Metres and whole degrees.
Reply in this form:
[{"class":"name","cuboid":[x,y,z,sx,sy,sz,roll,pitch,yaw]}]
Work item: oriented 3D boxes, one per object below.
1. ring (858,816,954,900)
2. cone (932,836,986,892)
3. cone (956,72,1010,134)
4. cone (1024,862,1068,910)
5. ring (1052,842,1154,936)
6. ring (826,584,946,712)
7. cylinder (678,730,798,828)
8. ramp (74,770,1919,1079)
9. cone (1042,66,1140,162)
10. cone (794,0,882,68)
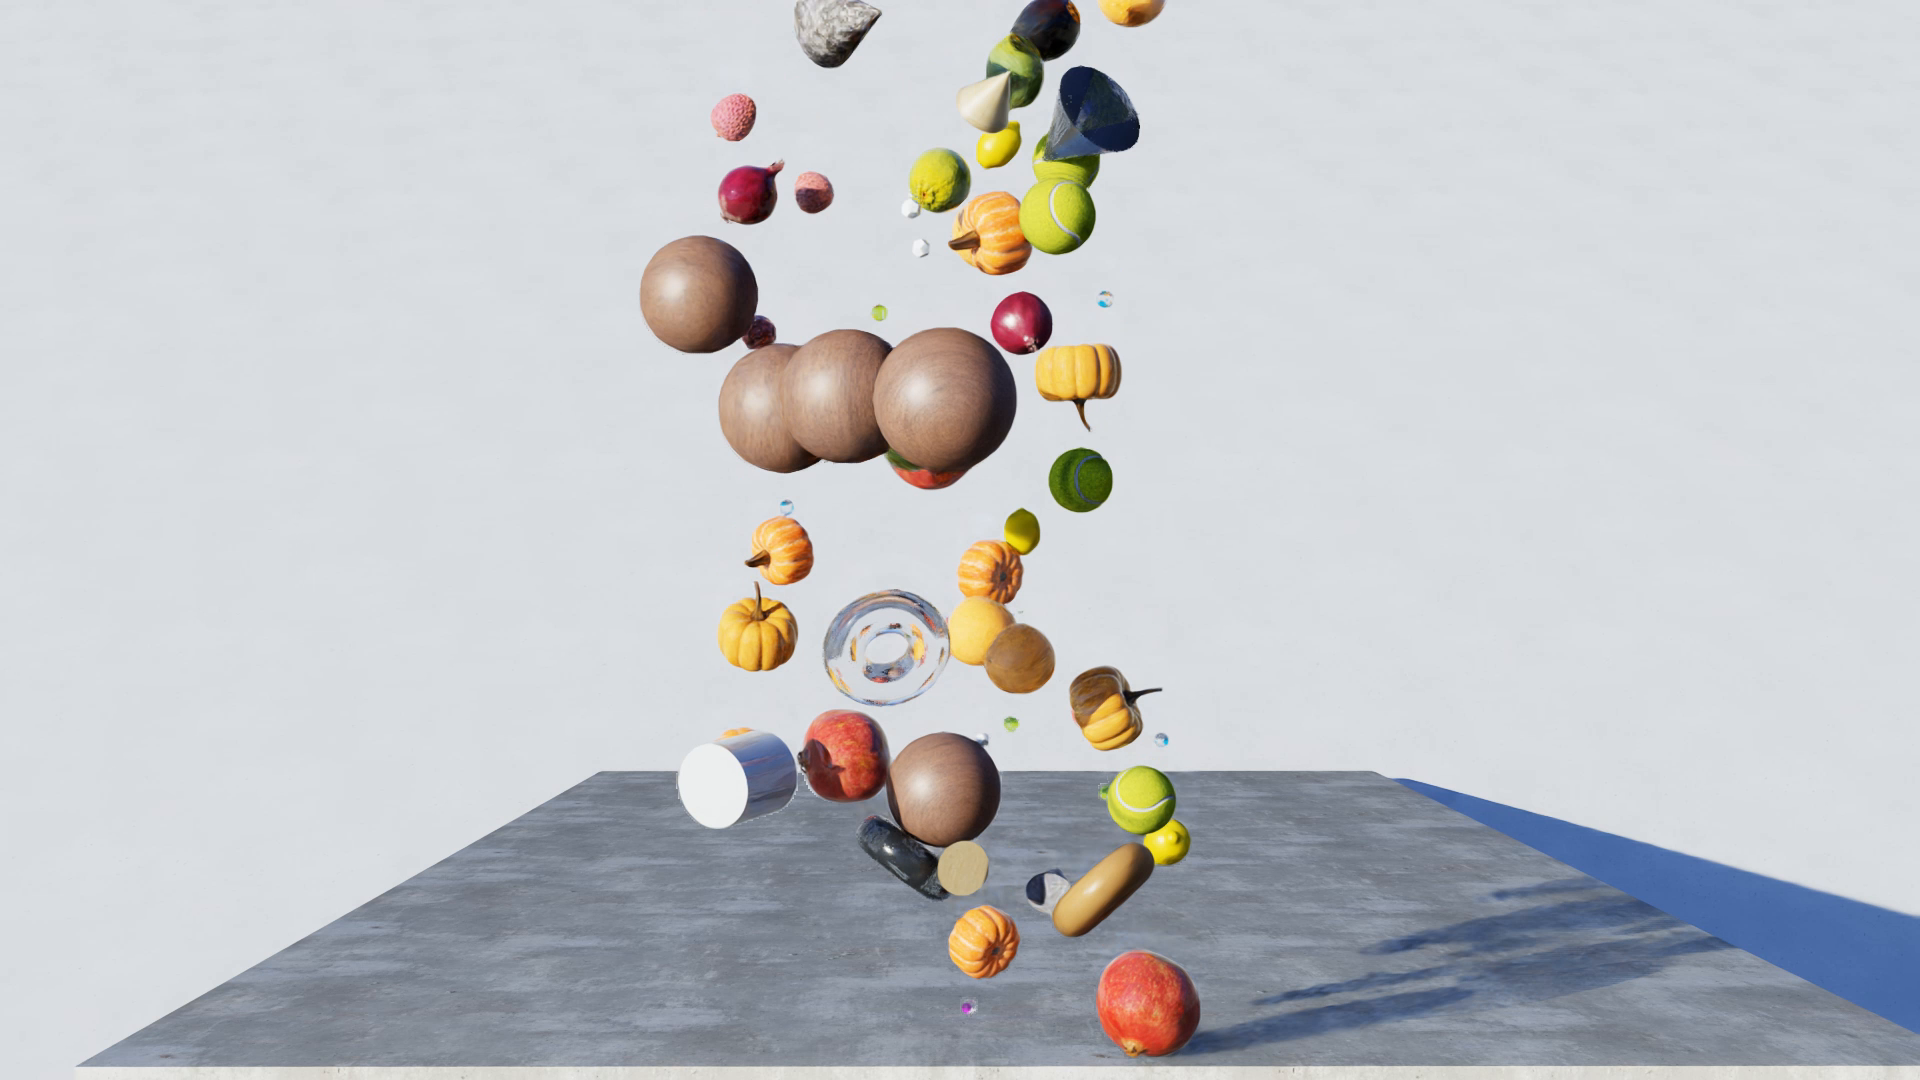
[{"class":"ring","cuboid":[-0.060,0.359,2.920,0.131,0.131,0.044,33,84,42]},{"class":"cone","cuboid":[-0.007,0.355,2.848,0.060,0.060,0.060,-7,-3,-12]},{"class":"cone","cuboid":[0.031,-0.386,2.222,0.052,0.052,0.052,16,53,-22]},{"class":"cone","cuboid":[0.106,0.385,2.927,0.055,0.055,0.055,13,10,20]},{"class":"ring","cuboid":[0.153,0.371,2.750,0.130,0.130,0.043,-32,75,-40]},{"class":"ring","cuboid":[-0.071,0.105,2.500,0.126,0.126,0.042,-14,14,-21]},{"class":"cylinder","cuboid":[-0.238,0.256,2.777,0.090,0.090,0.090,20,15,28]},{"class":"ramp","cuboid":[0.071,0.624,4.713,2.000,0.100,4.000,0,-1,0]},{"class":"cone","cuboid":[0.110,-0.404,2.585,0.098,0.098,0.098,19,54,-29]},{"class":"cone","cuboid":[-0.098,-0.483,2.402,0.079,0.079,0.079,-3,22,44]}]
